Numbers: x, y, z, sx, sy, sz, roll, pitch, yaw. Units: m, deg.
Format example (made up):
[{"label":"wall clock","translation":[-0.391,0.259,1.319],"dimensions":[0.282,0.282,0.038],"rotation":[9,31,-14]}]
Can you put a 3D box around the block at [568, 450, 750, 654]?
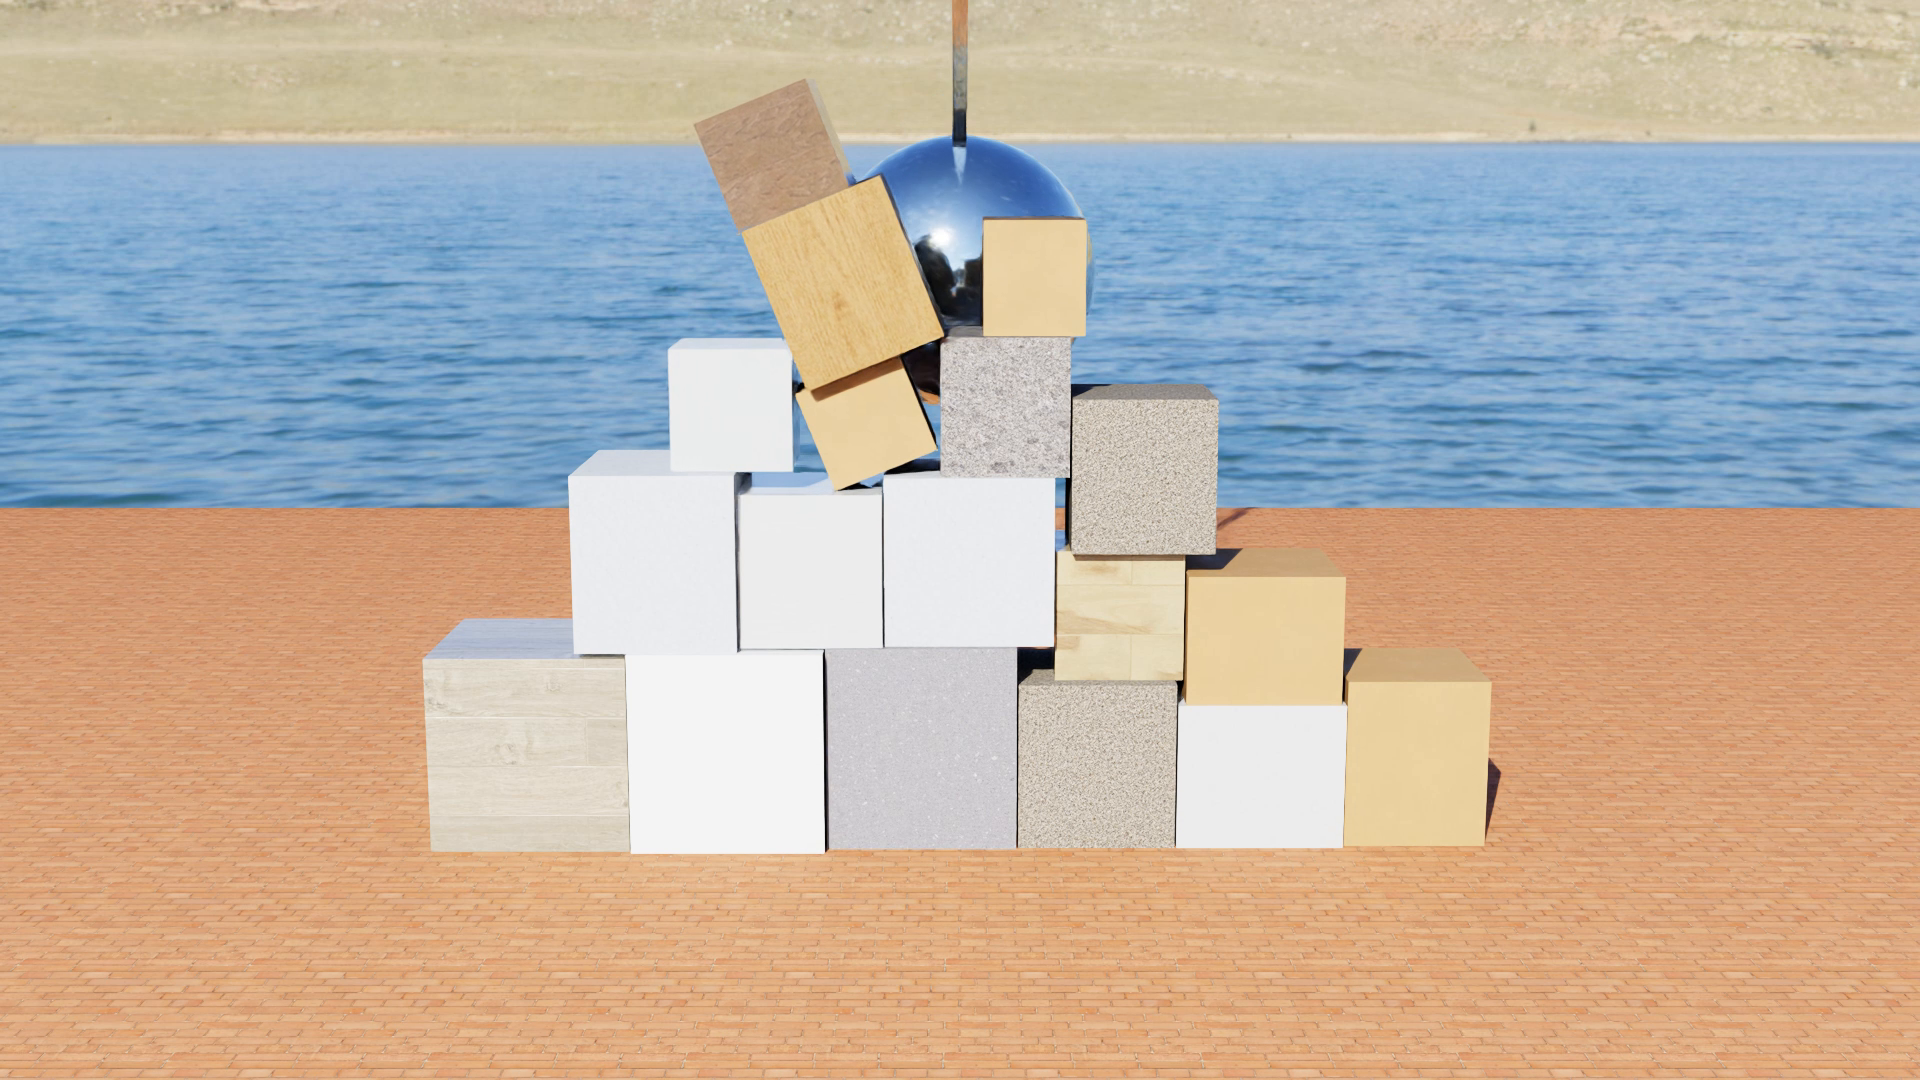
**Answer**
[{"label":"block","translation":[-1.499,0.043,11.197],"dimensions":[0.800,0.883,0.925],"rotation":[0,10,0]}]

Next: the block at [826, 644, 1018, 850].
[{"label":"block","translation":[-0.192,0.968,11.371],"dimensions":[0.948,1.028,0.874],"rotation":[0,10,0]}]

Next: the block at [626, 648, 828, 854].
[{"label":"block","translation":[-1.158,0.977,11.361],"dimensions":[0.965,1.013,0.984],"rotation":[0,10,0]}]

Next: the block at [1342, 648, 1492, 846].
[{"label":"block","translation":[2.289,1.058,11.377],"dimensions":[0.710,0.848,0.744],"rotation":[0,10,0]}]

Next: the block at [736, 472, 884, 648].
[{"label":"block","translation":[-0.737,0.090,11.185],"dimensions":[0.705,0.766,0.771],"rotation":[0,10,0]}]

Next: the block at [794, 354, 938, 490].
[{"label":"block","translation":[-0.466,-0.626,11.065],"dimensions":[0.545,0.519,0.526],"rotation":[-22,10,2]}]

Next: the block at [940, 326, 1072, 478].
[{"label":"block","translation":[0.223,-0.704,11.064],"dimensions":[0.633,0.688,0.660],"rotation":[0,10,0]}]

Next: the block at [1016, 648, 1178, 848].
[{"label":"block","translation":[0.684,1.064,11.369],"dimensions":[0.785,0.840,0.799],"rotation":[0,10,0]}]

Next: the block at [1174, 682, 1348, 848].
[{"label":"block","translation":[1.505,1.115,11.379],"dimensions":[0.837,0.734,0.802],"rotation":[0,10,0]}]

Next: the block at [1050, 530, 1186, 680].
[{"label":"block","translation":[0.796,0.325,11.253],"dimensions":[0.641,0.656,0.609],"rotation":[0,10,0]}]

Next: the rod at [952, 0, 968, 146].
[{"label":"rod","translation":[0.000,-4.511,11.274],"dimensions":[0.080,5.200,0.080],"rotation":[0,31,0]}]

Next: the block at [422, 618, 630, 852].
[{"label":"block","translation":[-2.147,0.989,11.364],"dimensions":[0.993,0.989,0.929],"rotation":[0,10,0]}]

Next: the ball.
[{"label":"ball","translation":[0.000,-1.582,13.001],"dimensions":[1.600,1.600,1.600],"rotation":[0,10,0]}]

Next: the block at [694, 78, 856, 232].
[{"label":"block","translation":[-0.898,-1.898,10.832],"dimensions":[0.577,0.552,0.693],"rotation":[-22,10,4]}]

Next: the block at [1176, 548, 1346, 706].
[{"label":"block","translation":[1.513,0.433,11.263],"dimensions":[0.772,0.651,0.782],"rotation":[0,10,0]}]

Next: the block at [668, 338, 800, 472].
[{"label":"block","translation":[-1.124,-0.687,11.056],"dimensions":[0.598,0.603,0.611],"rotation":[0,10,-1]}]

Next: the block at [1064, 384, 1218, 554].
[{"label":"block","translation":[0.903,-0.369,11.099],"dimensions":[0.708,0.764,0.707],"rotation":[0,10,0]}]

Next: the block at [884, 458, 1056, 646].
[{"label":"block","translation":[0.046,0.051,11.189],"dimensions":[0.840,0.842,0.709],"rotation":[0,10,0]}]

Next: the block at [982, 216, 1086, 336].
[{"label":"block","translation":[0.364,-1.314,10.926],"dimensions":[0.499,0.562,0.450],"rotation":[0,10,0]}]

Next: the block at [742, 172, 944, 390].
[{"label":"block","translation":[-0.567,-1.302,10.960],"dimensions":[0.719,0.826,0.790],"rotation":[-22,10,3]}]
